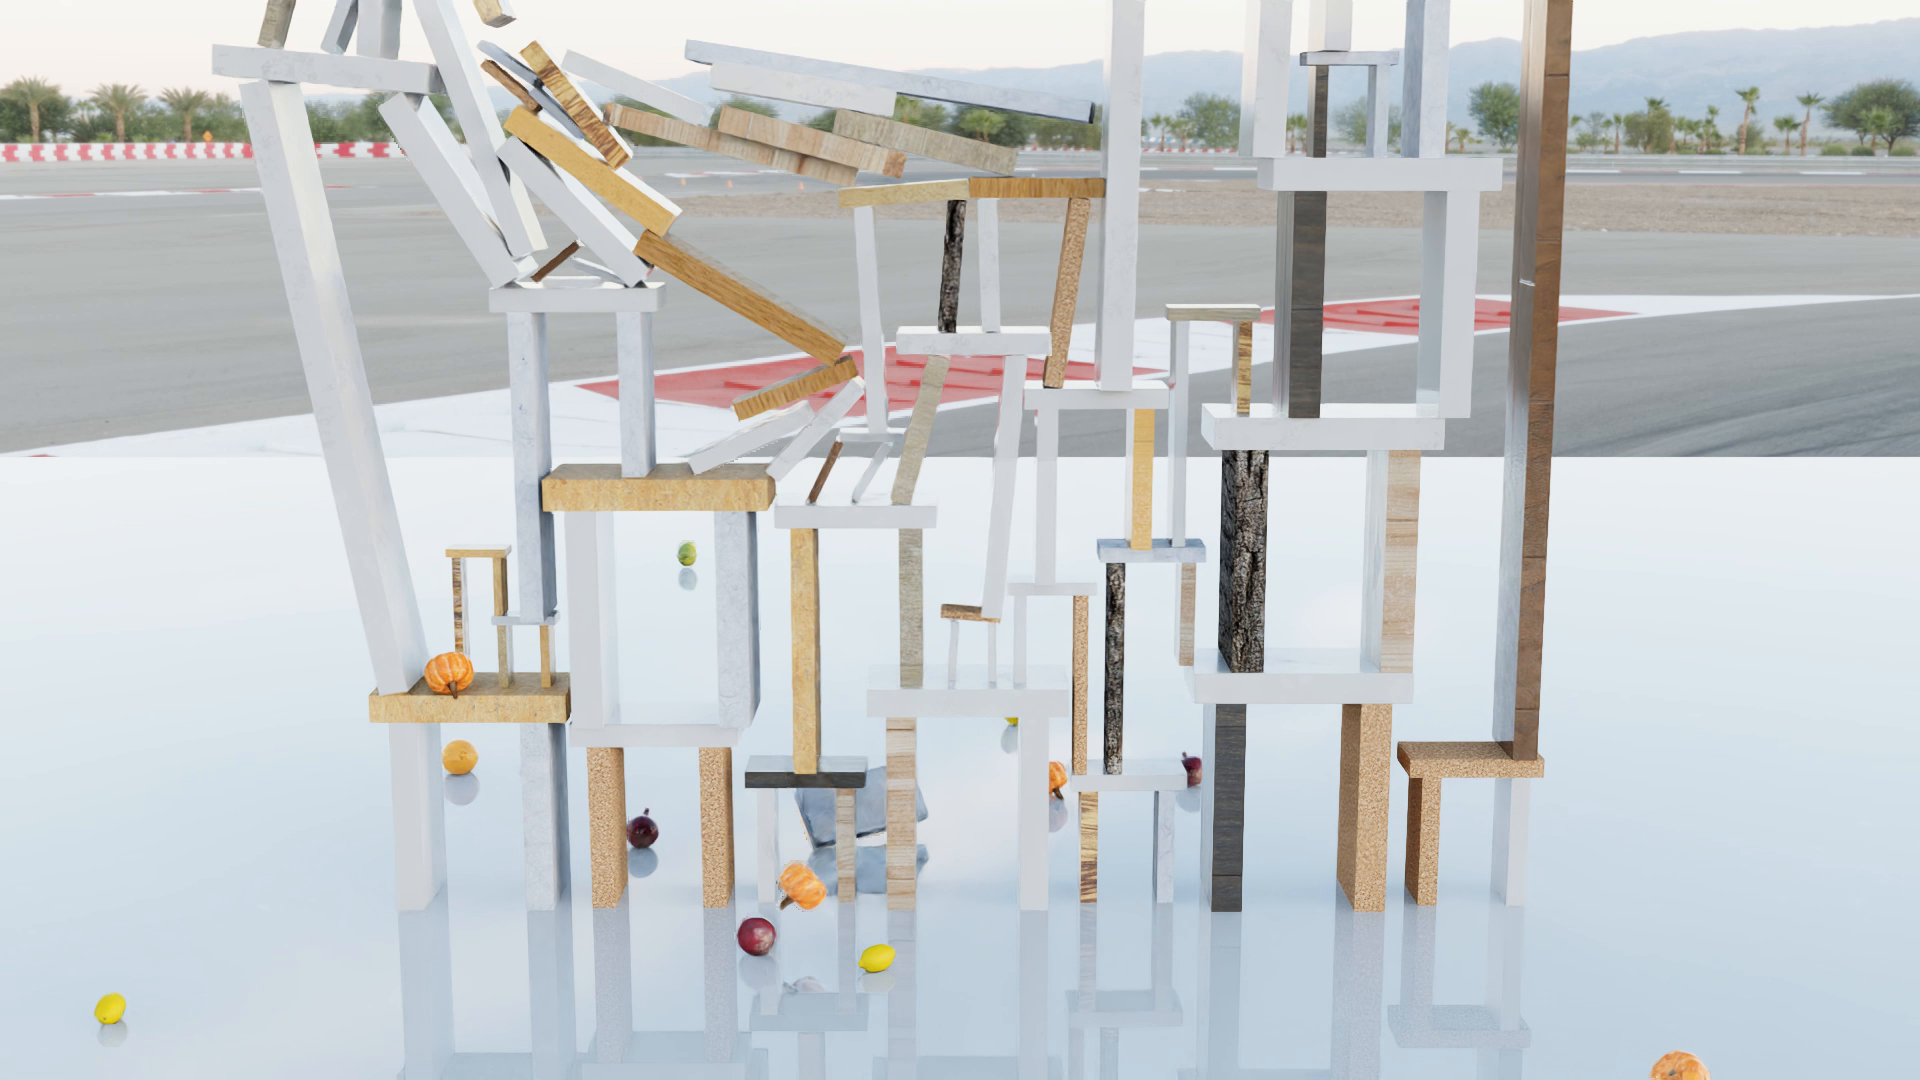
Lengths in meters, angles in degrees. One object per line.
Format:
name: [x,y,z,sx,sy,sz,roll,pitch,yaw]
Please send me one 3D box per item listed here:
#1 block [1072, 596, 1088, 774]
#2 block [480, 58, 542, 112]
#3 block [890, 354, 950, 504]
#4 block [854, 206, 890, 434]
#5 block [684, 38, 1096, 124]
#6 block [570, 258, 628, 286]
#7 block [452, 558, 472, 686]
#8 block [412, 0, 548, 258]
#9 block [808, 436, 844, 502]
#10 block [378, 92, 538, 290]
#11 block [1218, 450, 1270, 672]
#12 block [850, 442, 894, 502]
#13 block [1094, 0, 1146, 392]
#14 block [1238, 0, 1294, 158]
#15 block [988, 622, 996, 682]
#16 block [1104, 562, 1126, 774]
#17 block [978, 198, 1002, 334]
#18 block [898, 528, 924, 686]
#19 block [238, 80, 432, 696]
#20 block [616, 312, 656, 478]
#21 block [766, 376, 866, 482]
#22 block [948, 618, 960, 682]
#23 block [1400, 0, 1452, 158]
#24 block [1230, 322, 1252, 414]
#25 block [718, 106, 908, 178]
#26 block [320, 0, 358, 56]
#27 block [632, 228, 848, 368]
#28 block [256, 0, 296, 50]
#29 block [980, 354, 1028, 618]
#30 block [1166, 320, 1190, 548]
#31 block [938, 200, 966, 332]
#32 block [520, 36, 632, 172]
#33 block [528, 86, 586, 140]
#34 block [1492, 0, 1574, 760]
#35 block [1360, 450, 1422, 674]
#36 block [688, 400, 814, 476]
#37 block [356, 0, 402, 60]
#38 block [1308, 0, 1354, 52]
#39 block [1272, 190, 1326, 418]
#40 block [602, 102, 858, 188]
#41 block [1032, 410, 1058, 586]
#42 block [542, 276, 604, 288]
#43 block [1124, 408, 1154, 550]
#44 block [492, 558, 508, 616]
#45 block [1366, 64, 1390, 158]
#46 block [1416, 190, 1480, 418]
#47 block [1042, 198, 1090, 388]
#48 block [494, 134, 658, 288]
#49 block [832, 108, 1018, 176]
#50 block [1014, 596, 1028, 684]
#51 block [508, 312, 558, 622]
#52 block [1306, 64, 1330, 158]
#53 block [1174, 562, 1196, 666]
block: [0.196,0.229,3.600,0.021,0.299,0.073,0,11,-1]
block: [-0.696,-0.708,3.424,0.105,0.015,0.053,40,8,-5]
block: [-0.064,-0.184,3.528,0.034,0.238,0.119,15,10,-3]
block: [-0.140,-0.351,3.494,0.029,0.356,0.102,-3,10,1]
block: [-0.109,-0.726,3.486,0.648,0.031,0.110,10,9,6]
block: [-0.568,-0.424,3.474,0.092,0.013,0.046,19,10,-4]
block: [-0.813,0.129,3.586,0.014,0.214,0.048,0,10,-1]
block: [-0.764,-0.690,3.427,0.035,0.515,0.124,-20,9,3]
block: [-0.215,-0.115,3.538,0.015,0.104,0.052,26,9,-5]
block: [-0.785,-0.550,3.454,0.046,0.325,0.162,-31,10,5]
block: [0.459,0.019,3.569,0.051,0.360,0.180,0,11,0]
block: [-0.142,-0.113,3.537,0.015,0.104,0.052,31,9,-5]
block: [0.250,-0.594,3.440,0.049,0.704,0.173,1,11,0]
block: [0.476,-0.770,3.412,0.049,0.346,0.173,2,11,0]
block: [0.052,0.177,3.591,0.014,0.098,0.049,0,11,0]
block: [0.253,0.202,3.602,0.024,0.352,0.085,0,11,-1]
block: [0.047,-0.437,3.475,0.030,0.209,0.104,-2,11,2]
block: [-0.078,0.097,3.581,0.037,0.259,0.130,0,11,0]
block: [-0.992,-0.240,3.515,0.046,0.974,0.162,-10,10,2]
block: [-0.516,-0.239,3.514,0.037,0.260,0.130,0,11,0]
block: [-0.229,-0.181,3.527,0.029,0.203,0.101,43,8,-7]
block: [-0.010,0.177,3.591,0.014,0.098,0.049,3,11,1]
block: [0.725,-0.738,3.425,0.040,0.280,0.140,0,11,0]
block: [0.449,-0.279,3.506,0.021,0.146,0.073,0,11,-1]
block: [-0.229,-0.623,3.445,0.291,0.040,0.142,14,9,-5]
block: [-0.946,-0.823,3.404,0.021,0.145,0.072,24,9,-5]
block: [-0.344,-0.388,3.489,0.356,0.041,0.145,30,9,-6]
block: [-1.049,-0.832,3.402,0.021,0.145,0.072,18,10,-3]
block: [0.069,-0.093,3.544,0.034,0.422,0.119,5,11,-1]
block: [0.350,-0.174,3.534,0.021,0.363,0.073,0,11,-2]
block: [-0.012,-0.435,3.477,0.029,0.203,0.102,5,11,0]
block: [-0.597,-0.681,3.422,0.032,0.227,0.113,-38,18,3]
block: [-0.627,-0.667,3.434,0.105,0.015,0.053,42,8,-14]
block: [0.913,-0.266,3.516,0.040,1.242,0.140,0,11,0]
block: [0.697,0.019,3.568,0.051,0.360,0.180,0,11,0]
block: [-0.334,-0.166,3.530,0.203,0.029,0.101,-24,10,4]
block: [-0.891,-0.870,3.395,0.035,0.248,0.124,6,10,-1]
block: [0.579,-1.018,3.377,0.041,0.524,0.145,1,11,-1]
block: [0.536,-0.378,3.483,0.050,0.350,0.175,0,11,0]
block: [-0.357,-0.619,3.447,0.397,0.032,0.113,14,9,-6]
block: [0.137,-0.077,3.540,0.032,0.283,0.113,0,11,0]
block: [-0.611,-0.408,3.477,0.092,0.013,0.046,-1,11,-4]
block: [0.288,-0.105,3.537,0.032,0.227,0.113,0,11,-2]
block: [-0.747,0.072,3.574,0.014,0.096,0.048,0,11,0]
block: [0.652,-0.669,3.433,0.020,0.141,0.071,0,11,0]
block: [0.771,-0.378,3.484,0.050,0.350,0.175,0,11,0]
block: [0.168,-0.394,3.482,0.030,0.295,0.104,8,11,-1]
block: [-0.598,-0.519,3.458,0.041,0.291,0.145,-44,8,7]
block: [-0.053,-0.621,3.442,0.284,0.040,0.142,13,9,-2]
block: [0.098,0.154,3.587,0.021,0.146,0.073,0,11,1]
block: [-0.686,-0.123,3.535,0.037,0.494,0.130,0,11,0]
block: [0.558,-0.669,3.431,0.020,0.141,0.071,0,11,0]
block: [0.367,0.112,3.586,0.024,0.170,0.085,0,11,0]
